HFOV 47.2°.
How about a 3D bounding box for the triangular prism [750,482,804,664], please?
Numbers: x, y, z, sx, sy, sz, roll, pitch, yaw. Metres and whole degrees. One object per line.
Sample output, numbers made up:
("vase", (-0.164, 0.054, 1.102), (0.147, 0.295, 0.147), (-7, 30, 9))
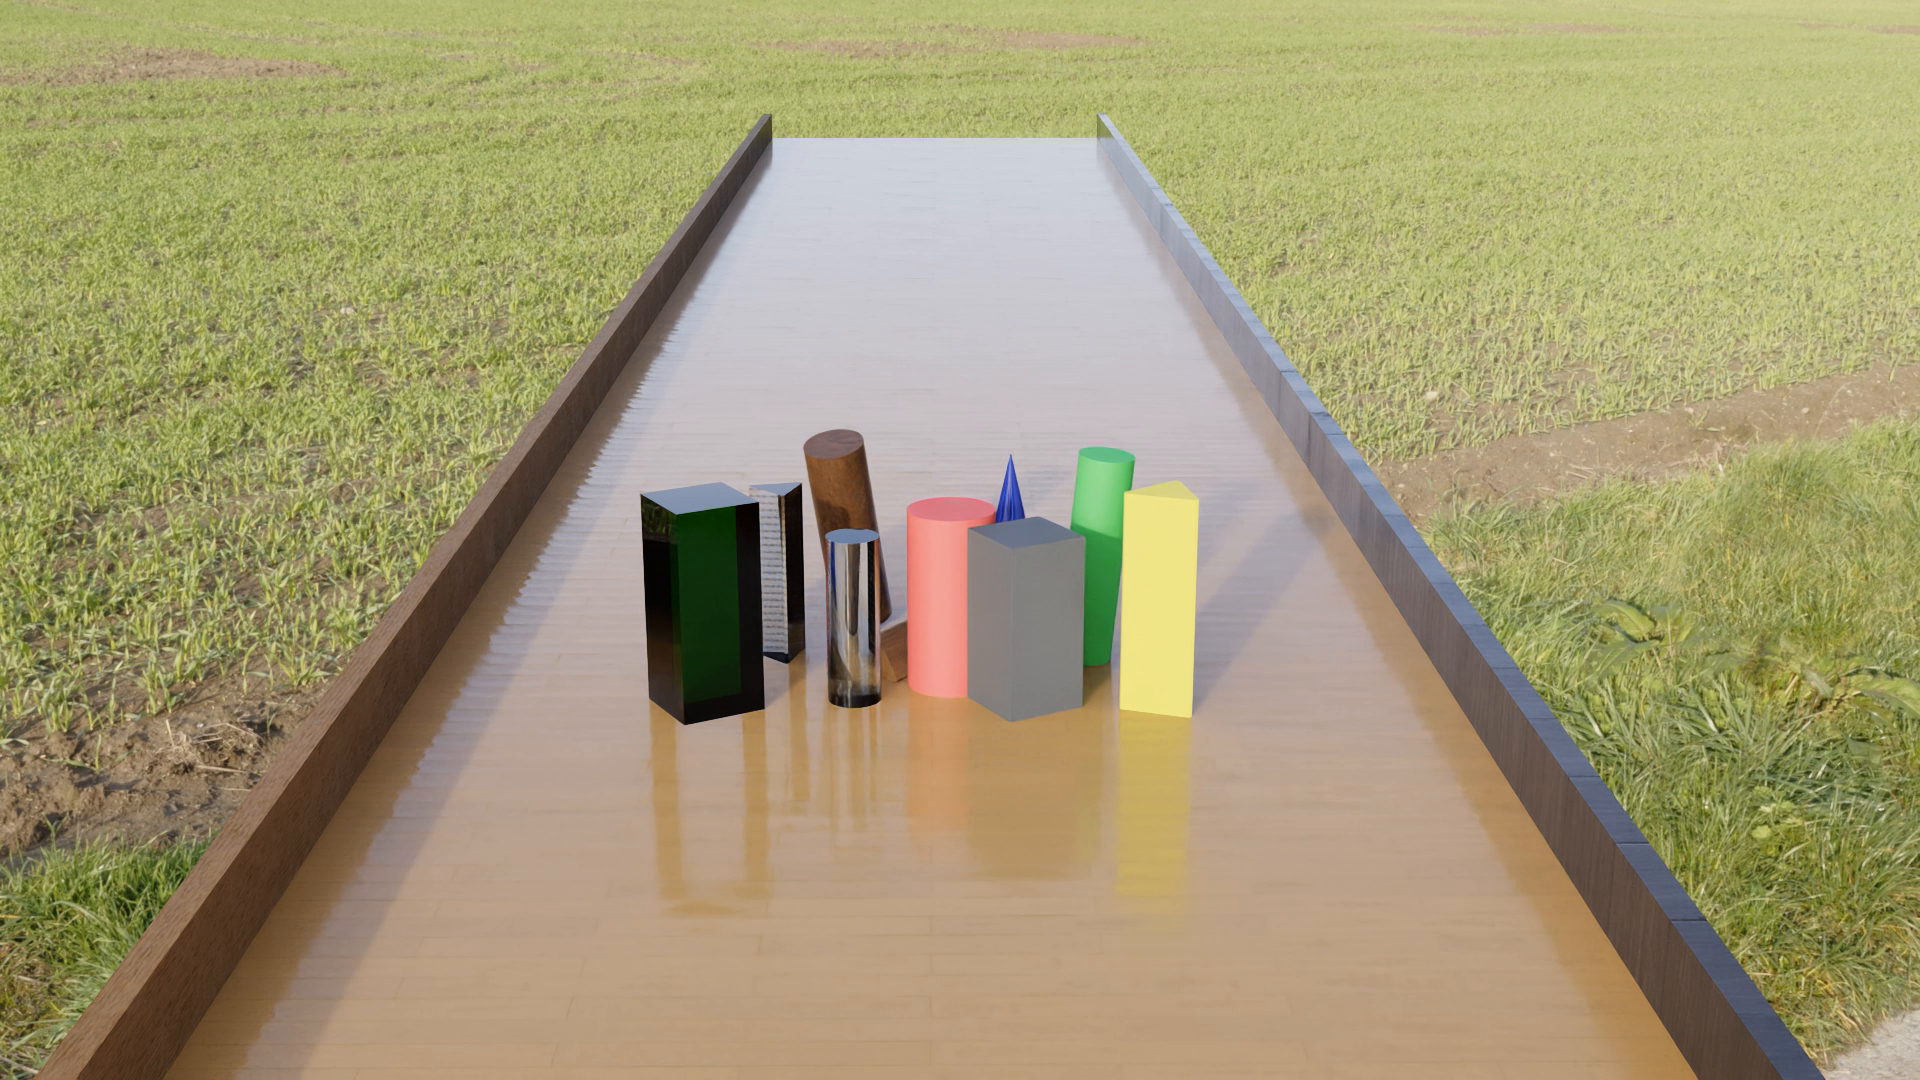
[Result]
("triangular prism", (-0.350, 0.061, 4.411), (0.091, 0.349, 0.105), (-15, 22, -42))

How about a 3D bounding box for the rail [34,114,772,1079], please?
("rail", (-1.118, -0.838, 7.780), (0.050, 0.150, 12.000), (0, 17, -1))

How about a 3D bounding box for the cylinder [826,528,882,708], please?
("cylinder", (-0.202, 0.148, 4.160), (0.102, 0.325, 0.102), (0, 17, 0))

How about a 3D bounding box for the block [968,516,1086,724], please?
("block", (0.123, 0.147, 4.139), (0.159, 0.338, 0.159), (-10, 19, -29))

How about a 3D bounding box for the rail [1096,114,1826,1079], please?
("rail", (0.932, -0.844, 7.801), (0.050, 0.150, 12.000), (0, 17, -1))

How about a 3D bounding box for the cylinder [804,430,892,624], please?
("cylinder", (-0.230, -0.019, 4.540), (0.124, 0.410, 0.124), (-6, 30, 4))

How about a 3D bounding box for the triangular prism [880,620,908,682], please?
("triangular prism", (-0.048, 0.177, 4.470), (0.101, 0.087, 0.416), (11, 20, 32))

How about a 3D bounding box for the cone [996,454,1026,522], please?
("cone", (0.107, -0.018, 4.676), (0.160, 0.348, 0.160), (0, 17, 0))

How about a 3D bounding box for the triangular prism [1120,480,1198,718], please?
("triangular prism", (0.387, 0.107, 4.128), (0.138, 0.422, 0.120), (6, 18, 19))

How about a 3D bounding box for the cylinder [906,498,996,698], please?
("cylinder", (-0.017, 0.109, 4.242), (0.171, 0.352, 0.171), (0, 17, 0))

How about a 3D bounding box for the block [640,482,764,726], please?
("block", (-0.482, 0.117, 4.122), (0.165, 0.406, 0.165), (-10, 19, -29))

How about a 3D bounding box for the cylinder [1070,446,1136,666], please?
("cylinder", (0.267, 0.033, 4.359), (0.111, 0.422, 0.111), (5, 18, -2))
